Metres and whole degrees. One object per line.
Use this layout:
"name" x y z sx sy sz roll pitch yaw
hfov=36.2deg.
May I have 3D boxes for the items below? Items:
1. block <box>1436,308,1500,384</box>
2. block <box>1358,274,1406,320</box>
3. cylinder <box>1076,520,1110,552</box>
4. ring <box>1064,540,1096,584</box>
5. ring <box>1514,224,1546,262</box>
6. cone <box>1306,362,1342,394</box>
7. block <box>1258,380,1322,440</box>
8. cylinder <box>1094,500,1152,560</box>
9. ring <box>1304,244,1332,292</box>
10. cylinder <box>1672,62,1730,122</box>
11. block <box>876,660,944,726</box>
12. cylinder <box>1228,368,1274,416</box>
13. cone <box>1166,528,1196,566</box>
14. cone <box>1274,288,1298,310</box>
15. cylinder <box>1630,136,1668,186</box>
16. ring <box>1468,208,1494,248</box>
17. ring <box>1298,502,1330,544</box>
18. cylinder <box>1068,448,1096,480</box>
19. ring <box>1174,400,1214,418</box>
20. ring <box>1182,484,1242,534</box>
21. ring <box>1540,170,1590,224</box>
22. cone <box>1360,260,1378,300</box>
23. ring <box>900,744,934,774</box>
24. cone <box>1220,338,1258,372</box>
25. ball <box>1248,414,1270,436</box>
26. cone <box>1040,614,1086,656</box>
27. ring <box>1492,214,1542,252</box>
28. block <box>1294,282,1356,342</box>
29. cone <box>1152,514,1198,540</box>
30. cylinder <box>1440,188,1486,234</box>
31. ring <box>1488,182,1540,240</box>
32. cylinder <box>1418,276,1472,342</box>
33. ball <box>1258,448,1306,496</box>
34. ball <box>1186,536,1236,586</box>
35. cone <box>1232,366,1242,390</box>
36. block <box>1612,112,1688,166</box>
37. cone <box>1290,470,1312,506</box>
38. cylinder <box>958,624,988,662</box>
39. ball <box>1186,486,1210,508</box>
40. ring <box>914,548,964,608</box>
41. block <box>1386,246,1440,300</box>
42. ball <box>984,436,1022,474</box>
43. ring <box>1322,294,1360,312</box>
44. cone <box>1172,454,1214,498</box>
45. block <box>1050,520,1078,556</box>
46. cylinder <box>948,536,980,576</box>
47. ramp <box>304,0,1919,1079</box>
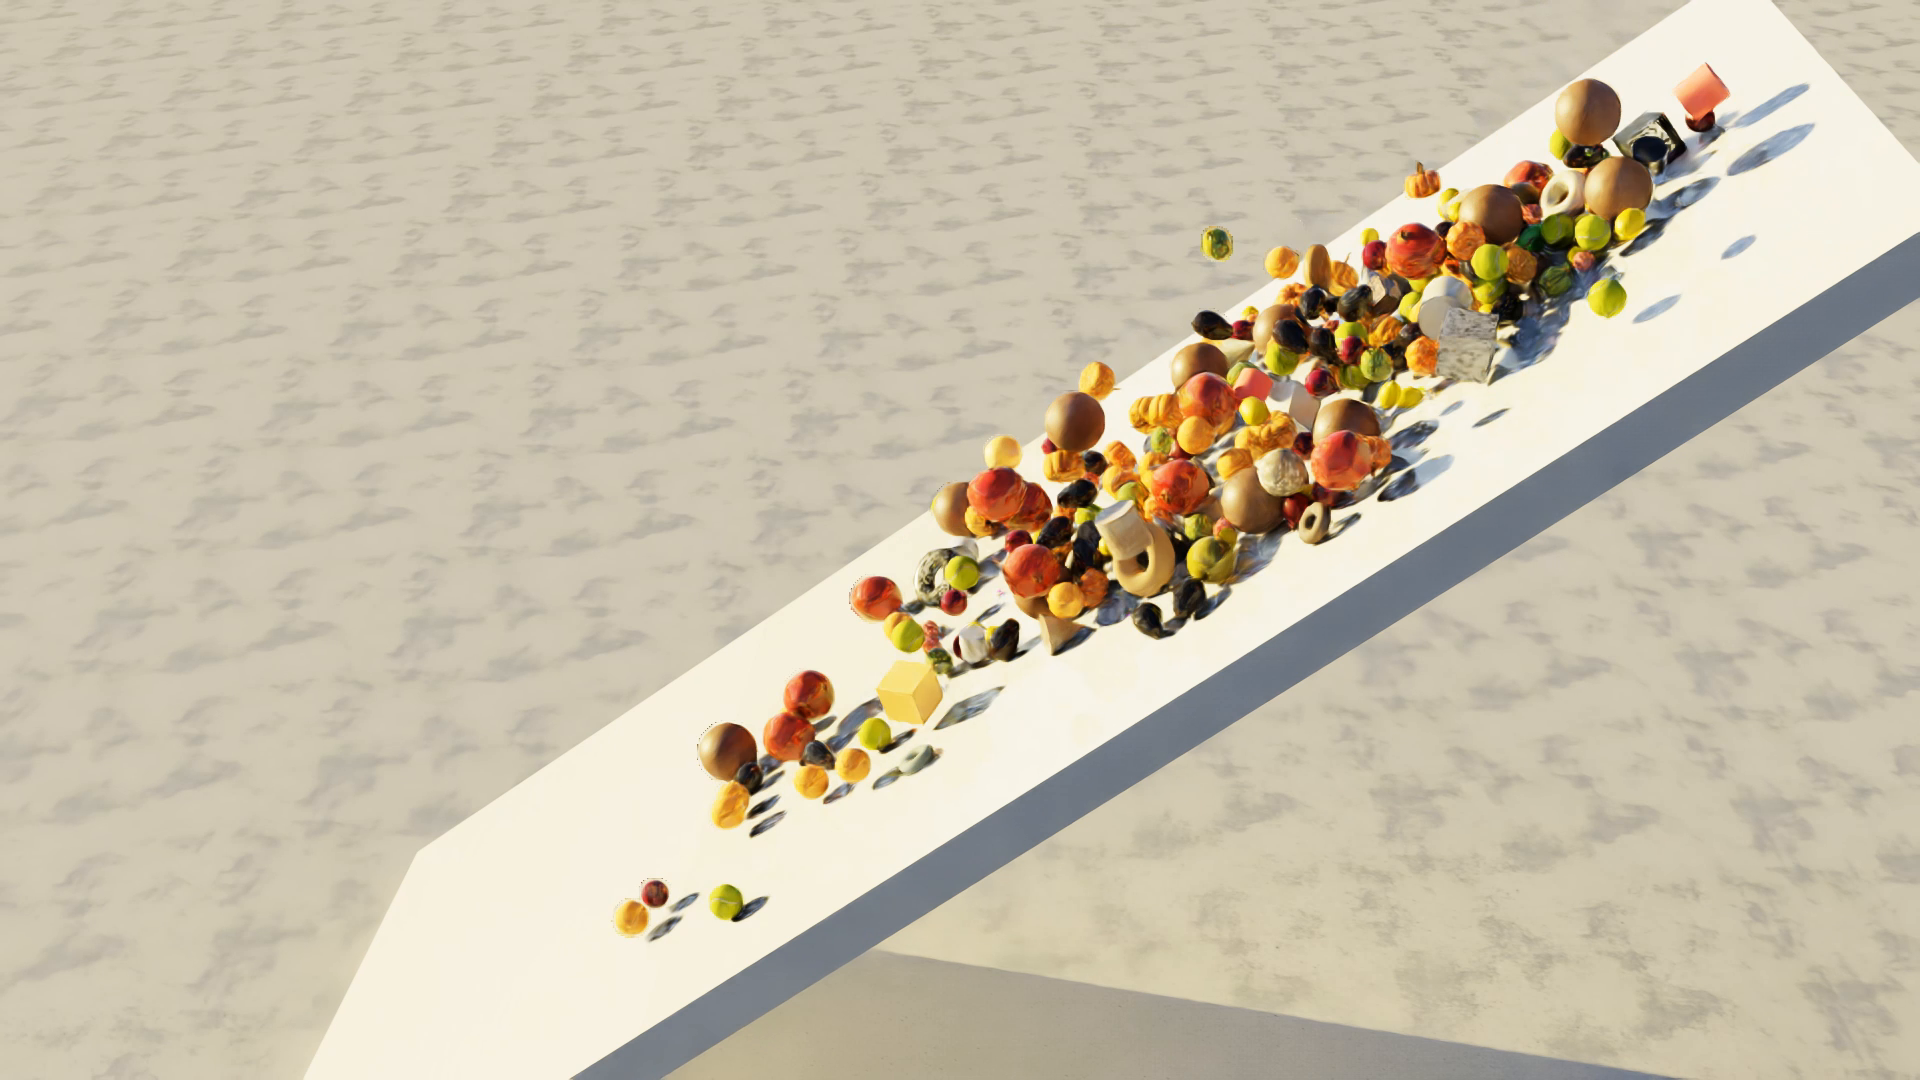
"block" 0.958 -0.367 5.558 0.096 0.096 0.096 11 40 14
"block" 0.873 -0.502 6.081 0.058 0.058 0.058 16 42 -36
"cylinder" 0.288 -0.008 6.169 0.070 0.070 0.070 -10 2 -23
"ring" 0.249 0.045 6.108 0.031 0.094 0.094 8 22 38
"ring" 1.137 -0.591 5.865 0.083 0.083 0.028 -21 47 -41
"cone" 0.746 -0.315 5.948 0.068 0.068 0.068 39 31 6
"block" 0.669 -0.263 5.964 0.083 0.083 0.083 33 -29 -33
"cylinder" 0.315 -0.019 5.664 0.085 0.085 0.085 -27 19 10
"ring" 0.768 -0.578 6.317 0.039 0.117 0.117 0 21 23
"cylinder" 1.471 -0.889 5.836 0.082 0.082 0.082 -39 11 21
"block" -0.101 0.308 5.952 0.087 0.087 0.087 7 44 32
"cylinder" 0.580 -0.296 5.870 0.069 0.069 0.069 14 69 31
"cone" 0.425 0.031 5.818 0.081 0.081 0.081 26 13 -6
"cone" 0.754 -0.538 6.705 0.054 0.054 0.054 -21 54 -41
"cylinder" 1.366 -0.753 5.836 0.070 0.070 0.070 -5 56 7
"ring" 1.133 -0.666 6.220 0.133 0.044 0.133 -36 16 12
"ring" 0.656 -0.031 5.439 0.027 0.081 0.081 21 13 -25
"cylinder" 0.276 -0.173 6.688 0.053 0.053 0.053 5 33 12
"ring" 0.516 -0.287 6.476 0.087 0.029 0.087 2 14 -1
"ring" 0.505 -0.061 5.888 0.134 0.045 0.134 -35 15 11
"ring" 1.212 -0.688 5.895 0.039 0.117 0.117 25 8 -32
"cone" 0.859 -0.555 6.175 0.077 0.077 0.077 -23 5 2
"ring" -0.086 0.434 5.828 0.080 0.027 0.080 -35 16 11
"cone" 0.631 -0.423 6.506 0.082 0.082 0.082 -20 -4 -41
"ball" 0.621 -0.243 6.050 0.060 0.060 0.060 0 22 0
"cone" 0.211 0.180 5.867 0.087 0.087 0.087 -13 24 -7
"ring" 1.157 -0.640 6.103 0.113 0.038 0.113 -33 17 11
"block" 0.770 -0.480 6.216 0.078 0.078 0.078 38 4 30
"cone" 0.410 -0.017 5.881 0.095 0.095 0.095 -35 16 11
"cylinder" 1.033 -0.676 6.041 0.069 0.069 0.069 -35 13 20
"ring" 1.128 -0.670 5.986 0.129 0.129 0.043 -18 46 -37
"cylinder" 0.933 -0.445 5.657 0.097 0.097 0.097 5 29 12
"ball" 0.608 -0.127 5.546 0.092 0.092 0.092 0 22 0
"ball" 0.476 0.039 5.573 0.094 0.094 0.094 0 22 0
"cone" 0.646 -0.329 6.345 0.095 0.095 0.095 -2 20 20
"block" 1.391 -0.800 5.934 0.090 0.090 0.090 -39 15 -2
"cone" 0.656 -0.089 5.657 0.069 0.069 0.069 -6 44 -15
"cylinder" 0.027 0.214 6.076 0.055 0.055 0.055 -4 34 3
"ball" 0.487 -0.082 5.976 0.052 0.052 0.052 0 22 0
"ring" -0.047 0.085 6.582 0.046 0.139 0.139 18 4 -45
"block" 0.959 -0.566 6.239 0.068 0.068 0.068 42 57 0
"ball" 0.098 -0.193 6.643 0.086 0.086 0.086 0 22 0
"ring" 0.790 -0.490 6.082 0.080 0.027 0.080 -12 10 2
"cone" 0.482 -0.147 6.049 0.087 0.087 0.087 3 48 7
"block" 0.239 0.007 6.254 0.064 0.064 0.064 -38 15 -1
"cylinder" 0.003 0.037 6.654 0.074 0.074 0.074 2 19 5
"ramp" 0.132 0.177 6.315 4.000 0.100 2.000 -34 16 16
